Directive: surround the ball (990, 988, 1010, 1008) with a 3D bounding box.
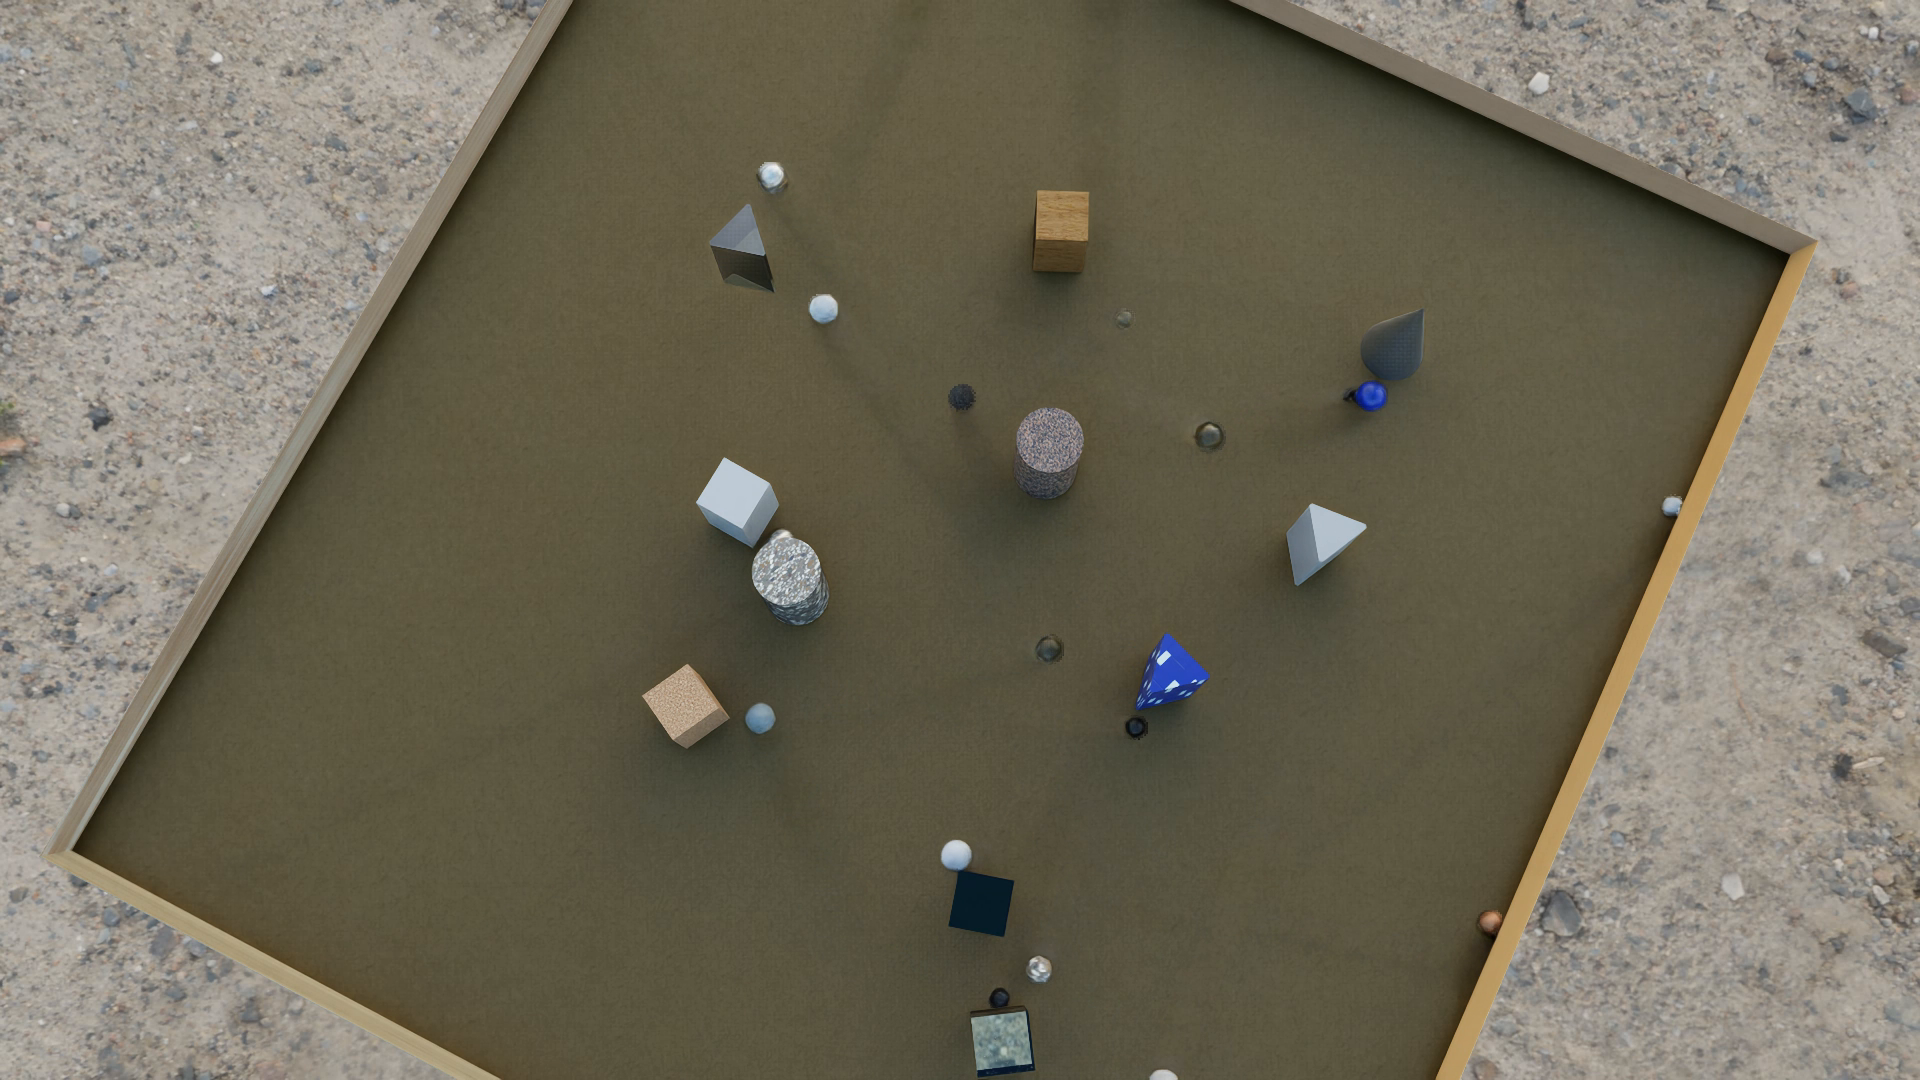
[{"bbox_3d":[0.116,1.328,5.312,0.057,0.057,0.057,0,78,0],"label":"ball"}]

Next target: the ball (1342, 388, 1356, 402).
[{"bbox_3d":[1.209,-0.450,5.688,0.042,0.042,0.042,0,78,0],"label":"ball"}]

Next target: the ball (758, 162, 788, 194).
[{"bbox_3d":[-0.591,-1.147,5.806,0.094,0.094,0.094,0,78,0],"label":"ball"}]

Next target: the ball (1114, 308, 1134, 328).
[{"bbox_3d":[0.514,-0.692,5.729,0.061,0.061,0.061,0,78,0],"label":"ball"}]

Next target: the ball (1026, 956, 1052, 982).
[{"bbox_3d":[0.230,1.247,5.320,0.075,0.075,0.075,0,78,0],"label":"ball"}]

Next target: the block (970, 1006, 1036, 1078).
[{"bbox_3d":[0.117,1.403,5.143,0.157,0.359,0.157,-6,78,-1],"label":"block"}]

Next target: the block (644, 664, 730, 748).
[{"bbox_3d":[-0.801,0.491,5.377,0.157,0.270,0.157,-35,80,-7],"label":"block"}]

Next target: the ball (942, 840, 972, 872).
[{"bbox_3d":[-0.010,0.926,5.379,0.091,0.091,0.091,0,78,0],"label":"ball"}]

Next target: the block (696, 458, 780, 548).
[{"bbox_3d":[-0.663,-0.108,5.493,0.157,0.286,0.157,29,80,6],"label":"block"}]

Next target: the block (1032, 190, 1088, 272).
[{"bbox_3d":[0.310,-0.953,5.674,0.157,0.274,0.157,2,78,0],"label":"block"}]

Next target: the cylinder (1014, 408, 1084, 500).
[{"bbox_3d":[0.262,-0.256,5.494,0.196,0.345,0.196,0,78,0],"label":"cylinder"}]

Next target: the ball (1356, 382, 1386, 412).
[{"bbox_3d":[1.270,-0.443,5.661,0.093,0.093,0.093,0,78,0],"label":"ball"}]

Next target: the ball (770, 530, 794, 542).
[{"bbox_3d":[-0.542,0.004,5.578,0.073,0.073,0.073,0,78,0],"label":"ball"}]

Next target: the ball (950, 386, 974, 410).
[{"bbox_3d":[0.006,-0.439,5.670,0.074,0.074,0.074,0,78,0],"label":"ball"}]

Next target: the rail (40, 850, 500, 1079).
[{"bbox_3d":[-0.898,1.766,5.185,3.922,0.127,0.045,26,80,5],"label":"rail"}]

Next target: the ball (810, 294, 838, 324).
[{"bbox_3d":[-0.424,-0.721,5.720,0.089,0.089,0.089,0,78,0],"label":"ball"}]

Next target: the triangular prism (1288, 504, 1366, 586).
[{"bbox_3d":[1.049,-0.007,5.423,0.170,0.381,0.147,-37,81,-7],"label":"triangular prism"}]

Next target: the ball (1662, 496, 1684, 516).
[{"bbox_3d":[2.181,-0.102,5.606,0.062,0.062,0.062,0,78,0],"label":"ball"}]

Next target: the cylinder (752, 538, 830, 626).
[{"bbox_3d":[-0.496,0.126,5.403,0.196,0.367,0.196,0,78,0],"label":"cylinder"}]

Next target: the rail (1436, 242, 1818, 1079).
[{"bbox_3d":[1.733,0.855,5.373,0.045,0.127,4.065,26,80,5],"label":"rail"}]

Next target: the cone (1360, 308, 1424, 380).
[{"bbox_3d":[1.353,-0.635,5.538,0.196,0.411,0.196,0,78,0],"label":"cone"}]

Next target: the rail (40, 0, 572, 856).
[{"bbox_3d":[-1.733,-0.842,5.725,0.045,0.127,4.065,26,80,5],"label":"rail"}]

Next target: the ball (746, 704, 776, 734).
[{"bbox_3d":[-0.595,0.532,5.462,0.087,0.087,0.087,0,78,0],"label":"ball"}]

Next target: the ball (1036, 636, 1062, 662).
[{"bbox_3d":[0.267,0.328,5.509,0.077,0.077,0.077,0,78,0],"label":"ball"}]

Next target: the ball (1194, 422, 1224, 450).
[{"bbox_3d":[0.766,-0.318,5.637,0.088,0.088,0.088,0,78,0],"label":"ball"}]

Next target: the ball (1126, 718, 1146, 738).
[{"bbox_3d":[0.524,0.559,5.470,0.060,0.060,0.060,0,78,0],"label":"ball"}]

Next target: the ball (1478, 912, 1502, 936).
[{"bbox_3d":[1.548,1.120,5.349,0.070,0.070,0.070,0,78,0],"label":"ball"}]

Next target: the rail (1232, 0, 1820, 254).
[{"bbox_3d":[0.898,-1.753,5.913,3.922,0.127,0.045,26,80,5],"label":"rail"}]

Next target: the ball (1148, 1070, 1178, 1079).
[{"bbox_3d":[0.582,1.563,5.246,0.092,0.092,0.092,0,78,0],"label":"ball"}]

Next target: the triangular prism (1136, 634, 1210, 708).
[{"bbox_3d":[0.593,0.375,5.314,0.170,0.440,0.147,-13,79,-3],"label":"triangular prism"}]

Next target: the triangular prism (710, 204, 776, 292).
[{"bbox_3d":[-0.648,-0.903,5.634,0.170,0.331,0.147,12,79,2],"label":"triangular prism"}]

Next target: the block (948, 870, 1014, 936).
[{"bbox_3d":[0.060,1.042,5.250,0.157,0.296,0.157,11,79,2],"label":"block"}]
